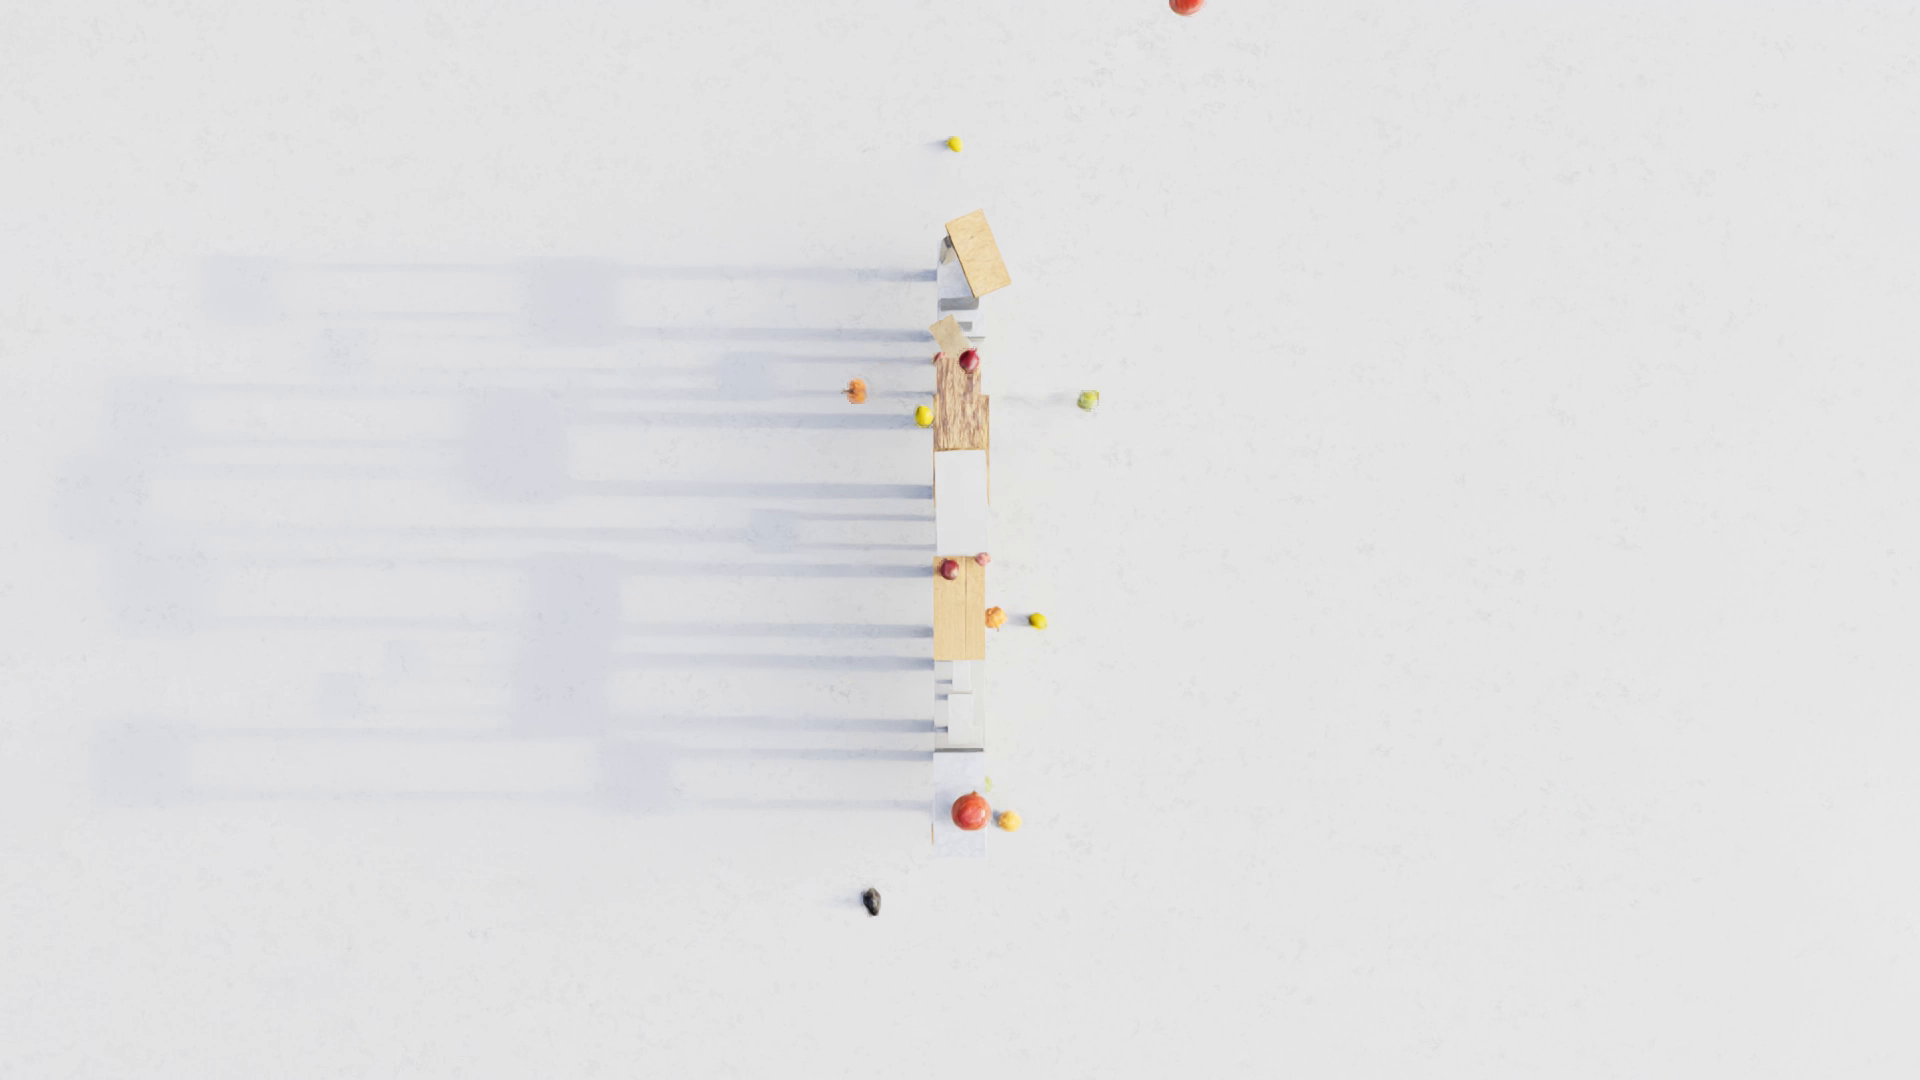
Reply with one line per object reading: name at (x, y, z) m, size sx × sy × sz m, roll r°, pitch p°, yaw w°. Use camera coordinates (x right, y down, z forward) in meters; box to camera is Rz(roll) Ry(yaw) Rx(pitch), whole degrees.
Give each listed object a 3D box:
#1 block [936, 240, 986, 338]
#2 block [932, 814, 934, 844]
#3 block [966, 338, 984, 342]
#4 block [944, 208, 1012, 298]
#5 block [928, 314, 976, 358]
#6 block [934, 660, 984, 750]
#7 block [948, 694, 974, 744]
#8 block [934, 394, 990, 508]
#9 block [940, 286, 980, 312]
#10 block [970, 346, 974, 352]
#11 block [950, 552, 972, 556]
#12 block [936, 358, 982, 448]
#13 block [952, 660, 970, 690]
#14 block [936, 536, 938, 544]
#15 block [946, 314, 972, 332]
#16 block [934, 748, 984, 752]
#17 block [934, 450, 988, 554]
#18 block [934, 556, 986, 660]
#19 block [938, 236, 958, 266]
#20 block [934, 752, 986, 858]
block at (0.005, -0.787, 5.176) m, size 0.151 × 0.043 × 0.302 m, roll -1°, pitch 90°, yaw 0°
block at (-0.008, 0.873, 5.026) m, size 0.152 × 0.371 × 0.043 m, roll -1°, pitch 90°, yaw 0°
block at (0.004, -0.681, 5.349) m, size 0.151 × 0.302 × 0.043 m, roll 0°, pitch 89°, yaw 0°
block at (0.054, -0.850, 4.900) m, size 0.118 × 0.034 × 0.237 m, roll -22°, pitch 92°, yaw -5°
block at (-0.020, -0.593, 4.982) m, size 0.080 × 0.023 × 0.159 m, roll -30°, pitch 89°, yaw 0°
block at (-0.002, 0.518, 5.167) m, size 0.156 × 0.044 × 0.311 m, roll 0°, pitch 90°, yaw 0°
block at (0.002, 0.540, 4.983) m, size 0.076 × 0.021 × 0.151 m, roll 0°, pitch 90°, yaw 0°
block at (0.004, -0.275, 5.127) m, size 0.174 × 0.049 × 0.348 m, roll 0°, pitch 90°, yaw 0°
block at (-0.001, -0.737, 5.036) m, size 0.118 × 0.237 × 0.034 m, roll -2°, pitch 88°, yaw 0°
block at (0.004, -0.539, 5.319) m, size 0.085 × 0.024 × 0.169 m, roll 0°, pitch 90°, yaw 0°
block at (0.003, -0.023, 5.343) m, size 0.073 × 0.021 × 0.147 m, roll 0°, pitch 90°, yaw 0°
block at (-0.003, -0.400, 4.822) m, size 0.131 × 0.037 × 0.261 m, roll 0°, pitch 90°, yaw 0°
block at (0.003, 0.408, 5.033) m, size 0.052 × 0.015 × 0.104 m, roll 0°, pitch 90°, yaw 0°
block at (0.004, -0.007, 5.069) m, size 0.148 × 0.526 × 0.042 m, roll 0°, pitch 90°, yaw 0°
block at (-0.001, -0.668, 5.074) m, size 0.080 × 0.159 × 0.023 m, roll -1°, pitch 86°, yaw 0°
block at (-0.002, 0.671, 4.992) m, size 0.152 × 0.304 × 0.043 m, roll 0°, pitch 90°, yaw 0°
block at (0.005, -0.110, 4.785) m, size 0.148 × 0.042 × 0.296 m, roll -2°, pitch 90°, yaw 0°
block at (-0.002, 0.200, 4.832) m, size 0.151 × 0.043 × 0.302 m, roll 0°, pitch 90°, yaw 0°
block at (0.000, -0.901, 5.031) m, size 0.118 × 0.237 × 0.034 m, roll -26°, pitch 89°, yaw -5°
block at (-0.001, 0.772, 4.819) m, size 0.152 × 0.043 × 0.304 m, roll 0°, pitch 90°, yaw 0°
